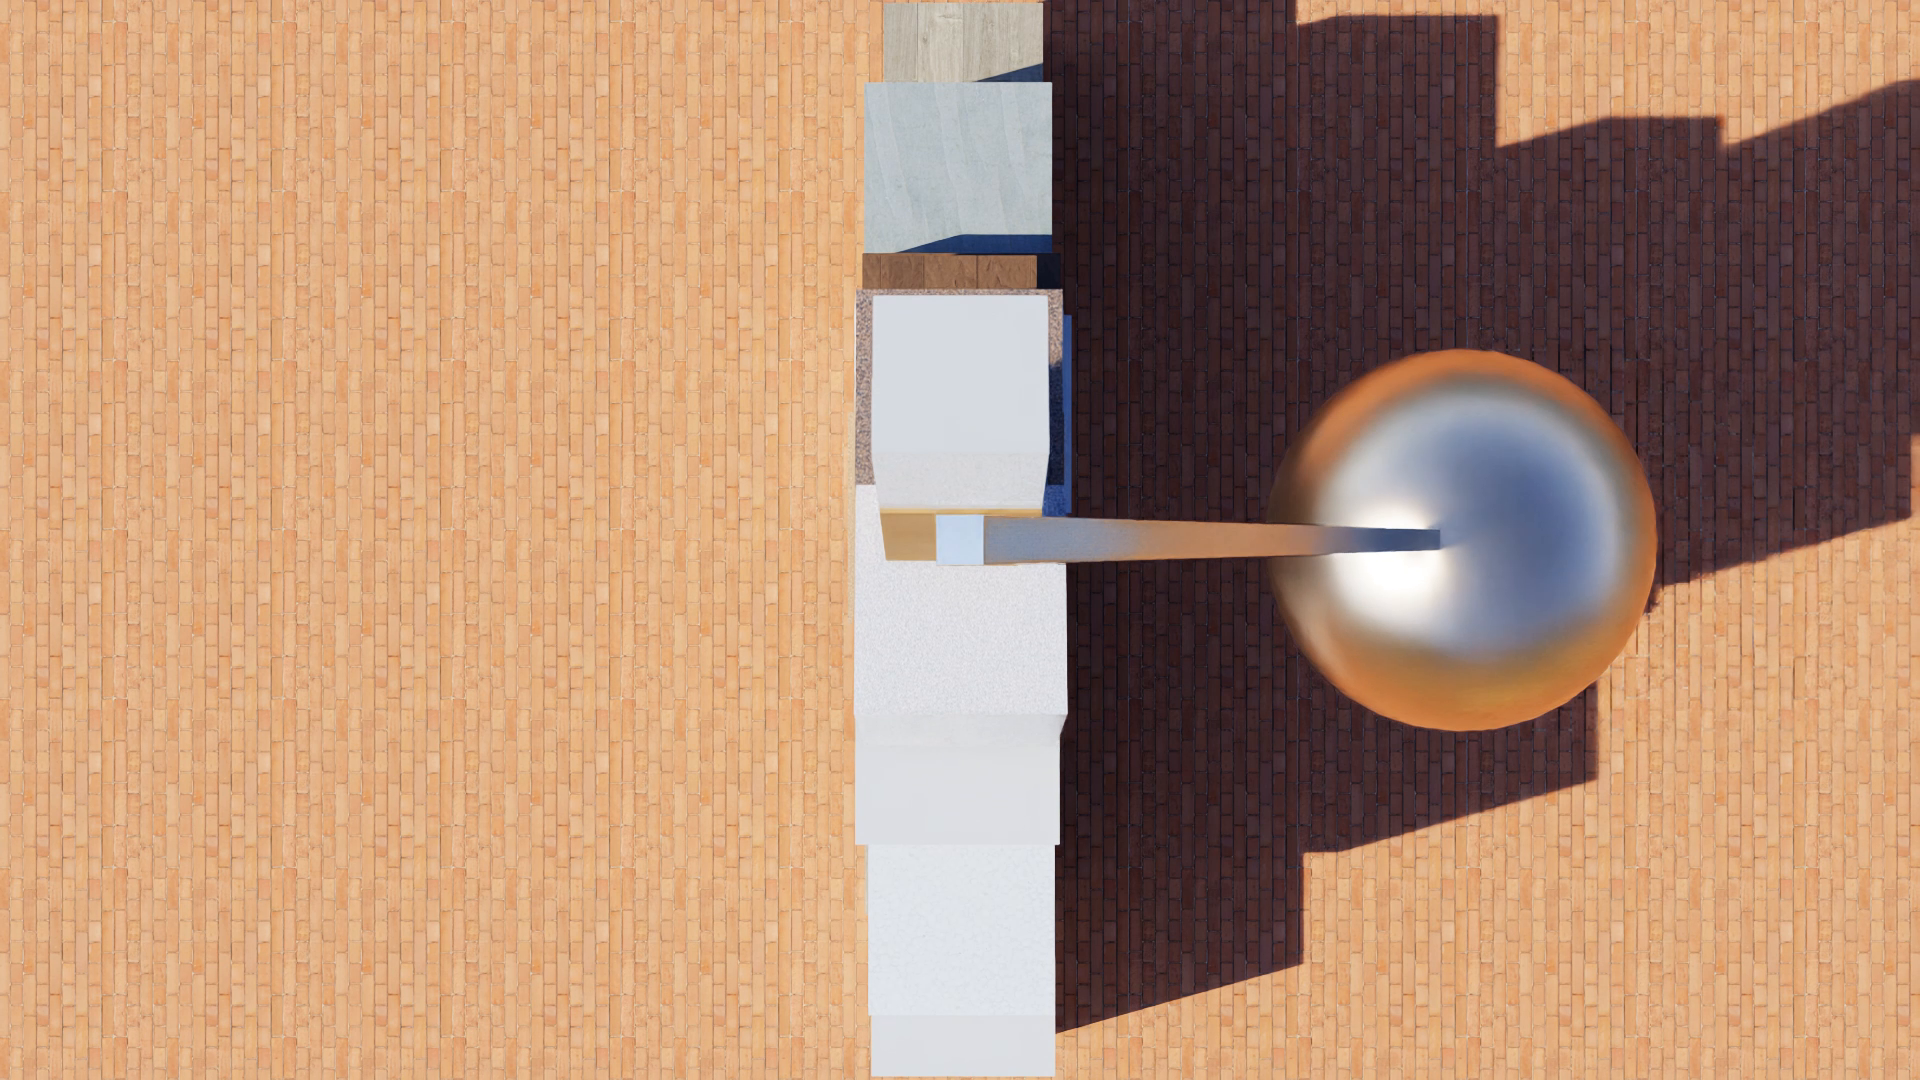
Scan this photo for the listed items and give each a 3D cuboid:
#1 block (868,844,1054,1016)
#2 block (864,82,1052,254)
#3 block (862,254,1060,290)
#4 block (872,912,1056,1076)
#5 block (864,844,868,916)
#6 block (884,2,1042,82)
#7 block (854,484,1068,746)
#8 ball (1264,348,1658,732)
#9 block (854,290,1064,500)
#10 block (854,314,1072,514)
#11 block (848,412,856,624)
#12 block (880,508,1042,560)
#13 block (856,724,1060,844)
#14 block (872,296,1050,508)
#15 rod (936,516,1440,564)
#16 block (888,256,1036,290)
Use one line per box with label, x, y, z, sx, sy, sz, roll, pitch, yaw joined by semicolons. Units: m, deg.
block;0.007;1.908;11.363;0.920;0.987;0.883;0;90;0
block;-0.010;-1.888;11.629;0.960;0.760;0.912;0;91;0
block;0.007;-0.959;11.404;0.988;0.933;0.937;0;90;0
block;0.018;2.483;12.511;1.004;0.977;0.900;0;90;0
block;-0.010;1.486;12.429;1.006;1.143;1.073;0;90;0
block;0.019;-2.470;12.503;0.867;0.993;0.925;0;90;0
block;0.002;0.337;9.135;0.829;1.011;0.919;0;78;0
ball;2.074;0.000;9.176;1.600;1.600;1.600;0;90;0
block;-0.003;-0.529;9.541;0.853;1.010;0.880;0;82;0
block;0.015;-0.680;12.436;1.172;1.129;1.069;0;90;0
block;-0.017;-0.106;10.503;0.993;0.878;0.970;0;91;0
block;0.004;-0.295;8.397;0.591;0.702;0.593;0;75;0
block;-0.011;0.860;10.147;0.895;1.010;0.951;0;90;0
block;0.001;-0.472;7.725;0.592;0.687;0.560;0;75;0
rod;0.899;0.000;5.985;0.080;5.200;0.080;0;90;20
block;0.013;-0.971;10.629;0.694;0.617;0.730;0;90;0
